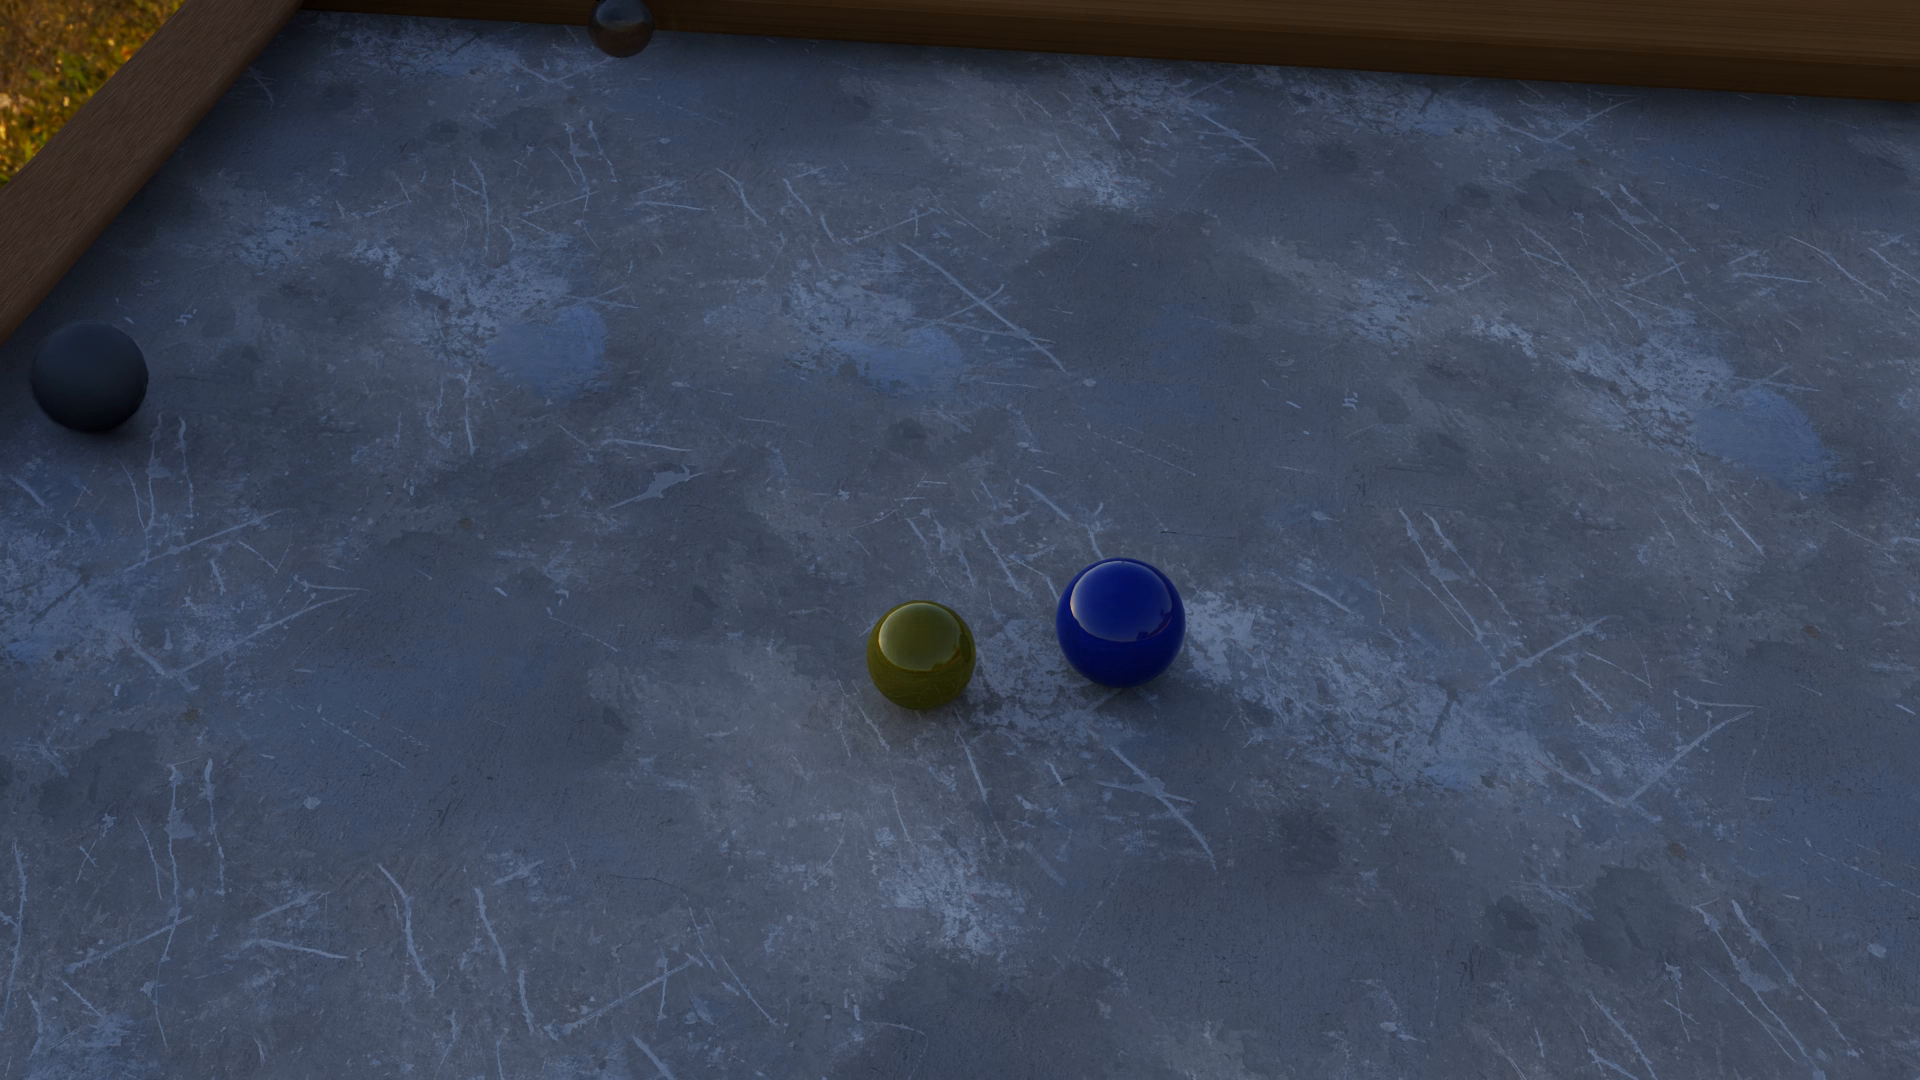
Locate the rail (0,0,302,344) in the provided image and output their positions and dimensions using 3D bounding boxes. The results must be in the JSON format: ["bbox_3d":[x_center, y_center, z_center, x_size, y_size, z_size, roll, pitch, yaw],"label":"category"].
[{"bbox_3d":[-0.825,-0.081,1.952,0.045,0.118,1.922,5,35,7],"label":"rail"}]

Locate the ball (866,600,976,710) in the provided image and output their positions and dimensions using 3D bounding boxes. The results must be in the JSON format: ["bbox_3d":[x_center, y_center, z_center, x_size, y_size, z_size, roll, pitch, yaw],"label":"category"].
[{"bbox_3d":[-0.027,0.079,1.759,0.076,0.076,0.076,0,35,0],"label":"ball"}]

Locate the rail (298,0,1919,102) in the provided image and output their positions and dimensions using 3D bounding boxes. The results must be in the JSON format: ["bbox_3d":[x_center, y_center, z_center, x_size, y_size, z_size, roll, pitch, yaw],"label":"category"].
[{"bbox_3d":[0.979,-0.475,2.523,3.428,0.118,0.045,5,35,7],"label":"rail"}]

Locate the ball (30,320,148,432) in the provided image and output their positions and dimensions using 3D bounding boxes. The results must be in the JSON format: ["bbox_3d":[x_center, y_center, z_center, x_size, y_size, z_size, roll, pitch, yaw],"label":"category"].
[{"bbox_3d":[-0.696,-0.131,2.051,0.089,0.089,0.089,0,35,0],"label":"ball"}]

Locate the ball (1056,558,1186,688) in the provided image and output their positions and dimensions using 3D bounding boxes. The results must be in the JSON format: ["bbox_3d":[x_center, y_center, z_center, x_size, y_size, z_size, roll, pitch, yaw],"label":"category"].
[{"bbox_3d":[0.111,0.057,1.778,0.091,0.091,0.091,0,35,0],"label":"ball"}]

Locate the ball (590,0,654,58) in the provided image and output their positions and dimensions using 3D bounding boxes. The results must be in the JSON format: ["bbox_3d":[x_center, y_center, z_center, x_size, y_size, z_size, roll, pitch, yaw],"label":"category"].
[{"bbox_3d":[-0.350,-0.532,2.652,0.066,0.066,0.066,0,35,0],"label":"ball"}]
